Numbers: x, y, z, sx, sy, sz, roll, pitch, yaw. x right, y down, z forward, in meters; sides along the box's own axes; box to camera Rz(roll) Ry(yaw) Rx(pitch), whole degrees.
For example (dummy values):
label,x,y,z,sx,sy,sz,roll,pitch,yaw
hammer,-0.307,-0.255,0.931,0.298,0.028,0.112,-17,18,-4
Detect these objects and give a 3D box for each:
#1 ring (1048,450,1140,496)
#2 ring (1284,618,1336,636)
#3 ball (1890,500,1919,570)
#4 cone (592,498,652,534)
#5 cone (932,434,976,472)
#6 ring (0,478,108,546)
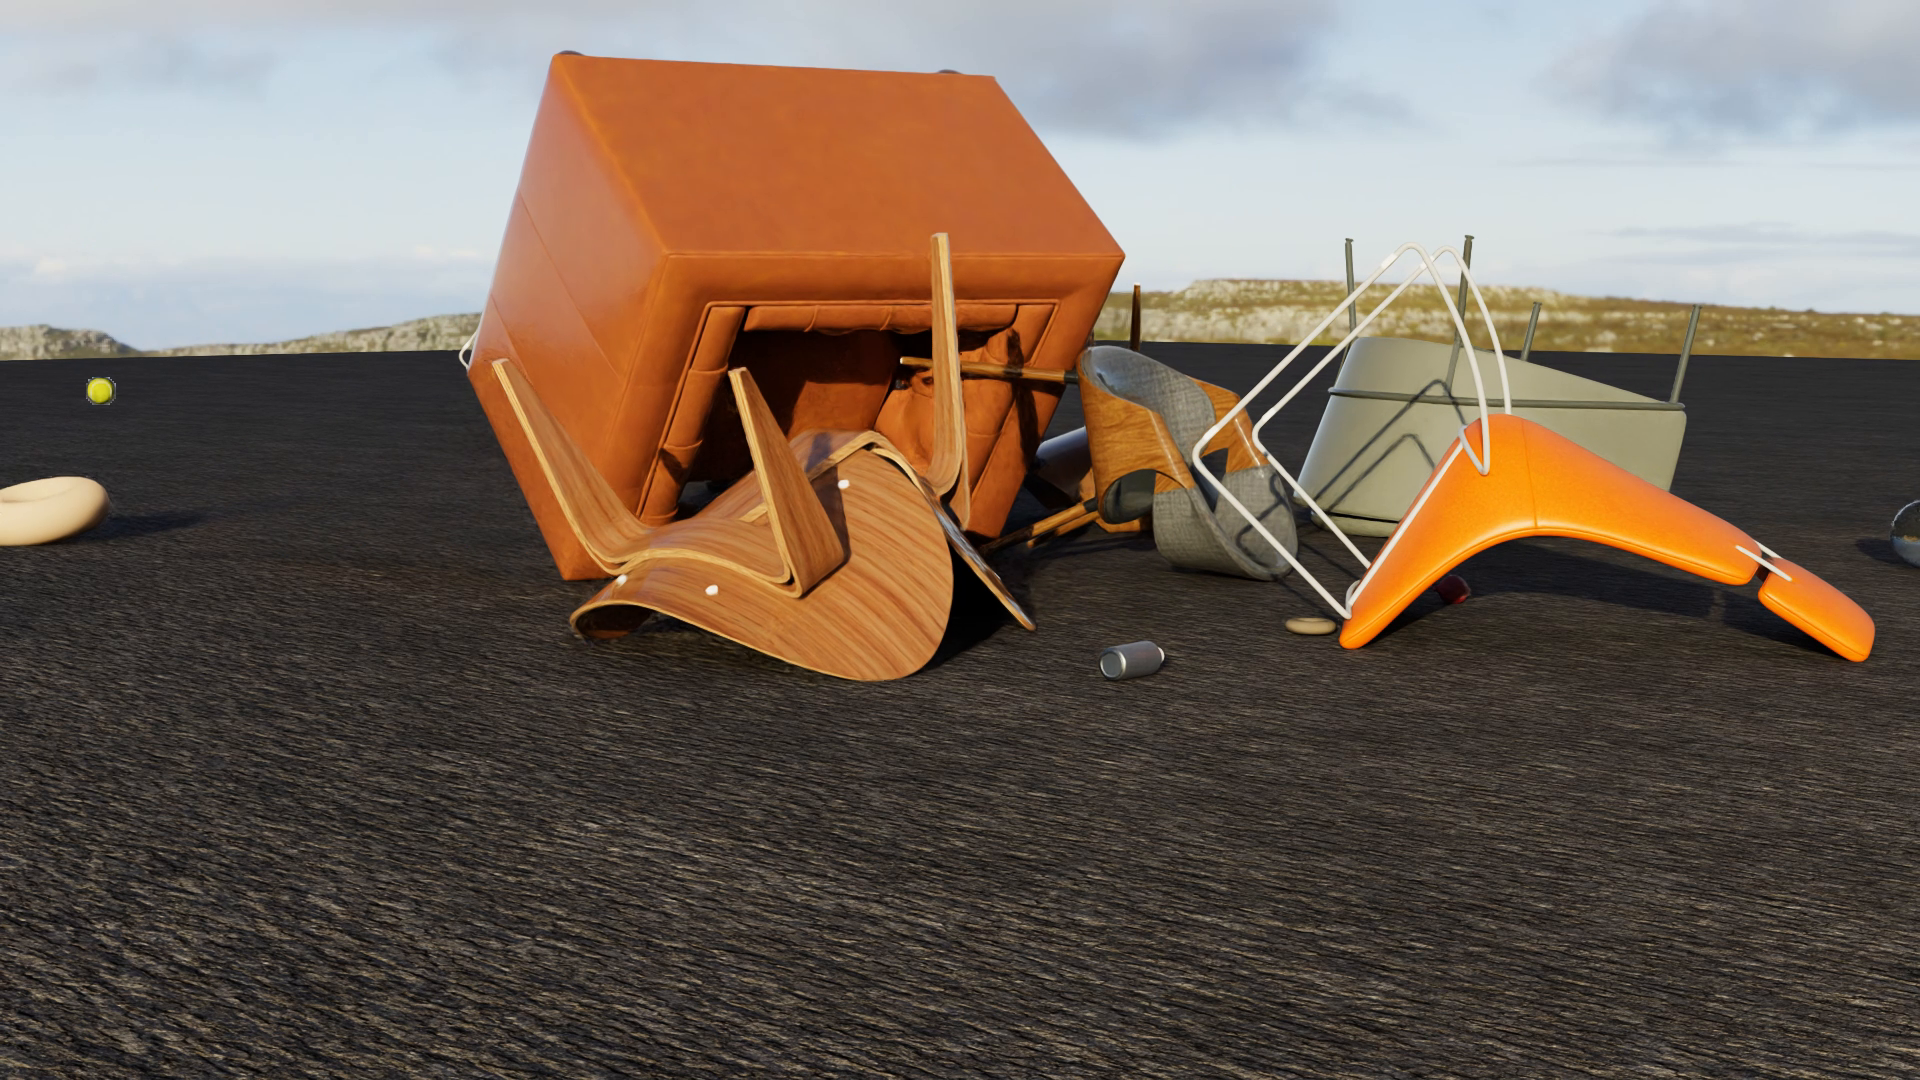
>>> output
label,x,y,z,sx,sy,sz,roll,pitch,yaw
ring,0.409,-0.202,7.810,0.279,0.116,0.448,-2,7,-4
ring,0.649,0.160,4.744,0.091,0.025,0.102,-3,6,-32
ball,2.169,-0.012,5.747,0.160,0.160,0.160,0,6,0
cone,-0.855,-0.040,6.571,0.156,0.105,0.090,16,-43,-18
cone,-0.005,-0.264,8.657,0.161,0.183,0.092,-3,52,-31
ring,-2.281,-0.069,6.362,0.333,0.114,0.288,-11,19,-12
